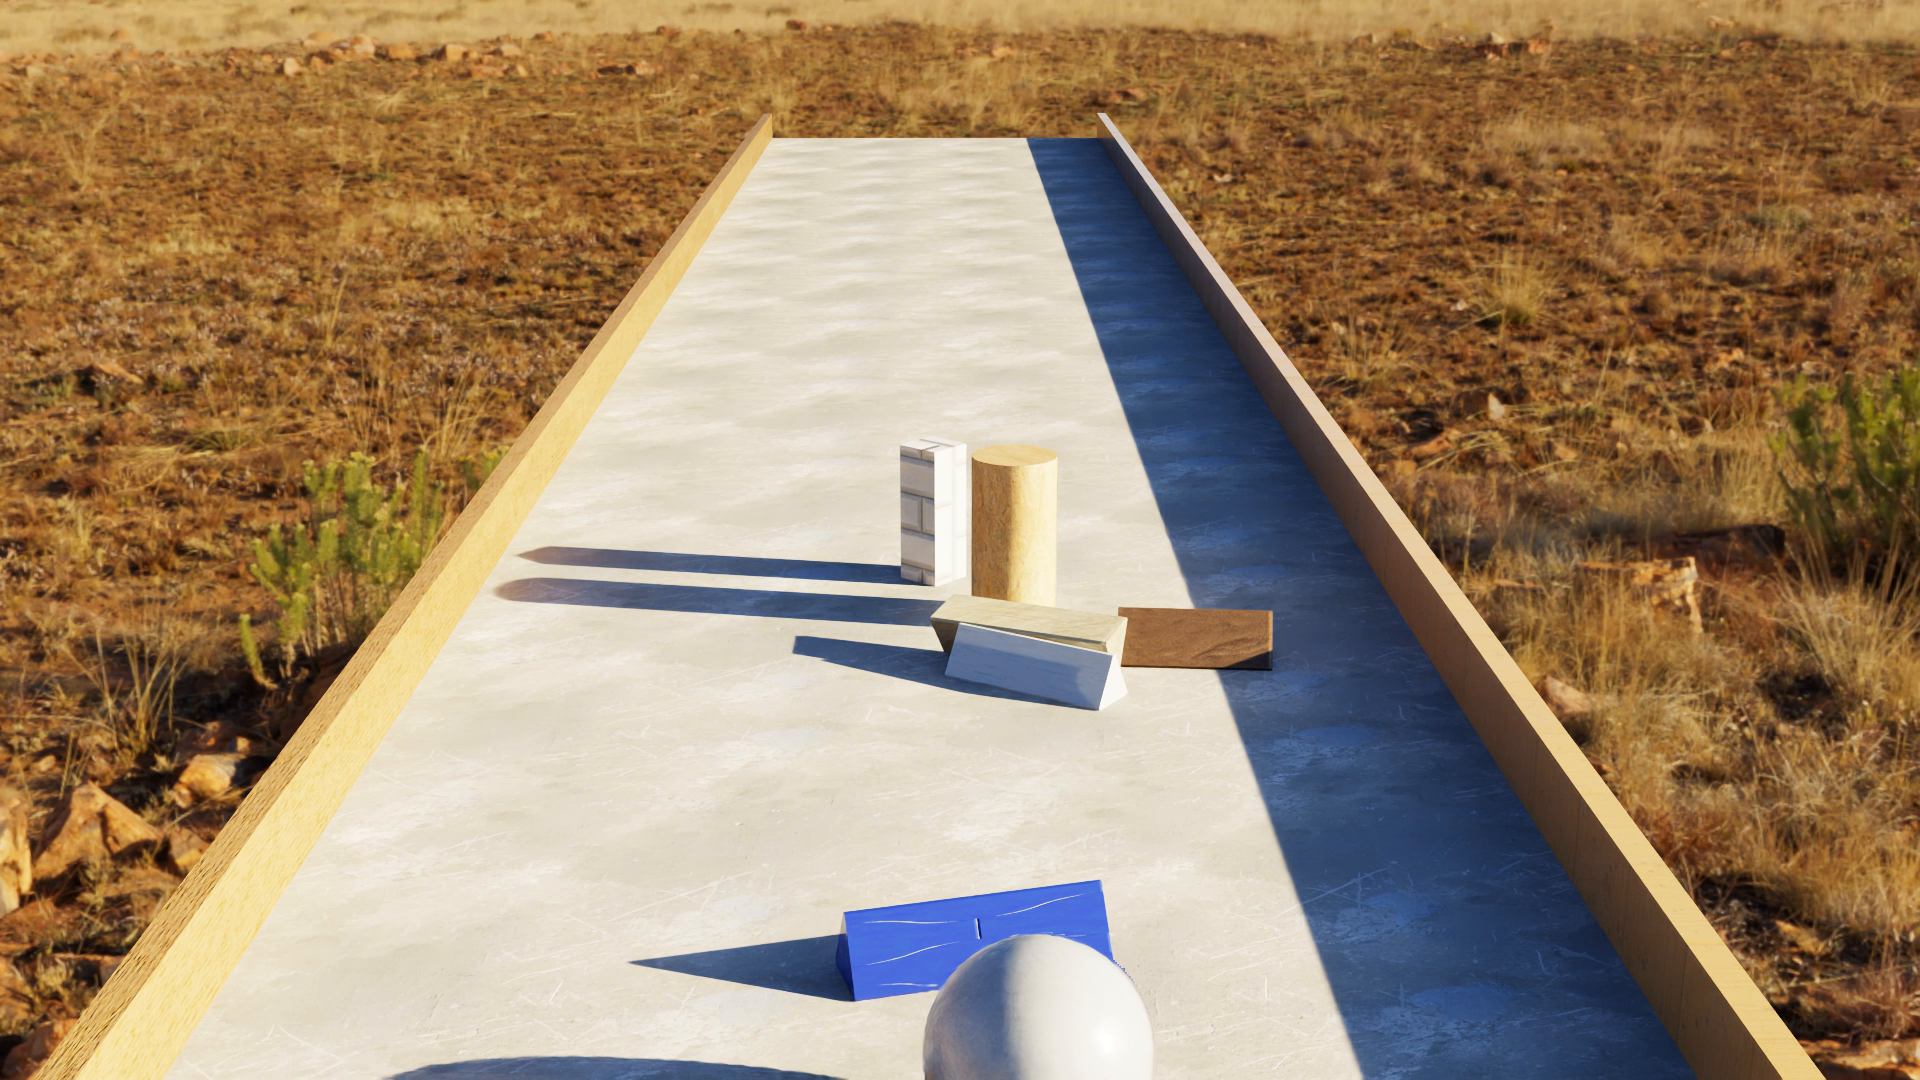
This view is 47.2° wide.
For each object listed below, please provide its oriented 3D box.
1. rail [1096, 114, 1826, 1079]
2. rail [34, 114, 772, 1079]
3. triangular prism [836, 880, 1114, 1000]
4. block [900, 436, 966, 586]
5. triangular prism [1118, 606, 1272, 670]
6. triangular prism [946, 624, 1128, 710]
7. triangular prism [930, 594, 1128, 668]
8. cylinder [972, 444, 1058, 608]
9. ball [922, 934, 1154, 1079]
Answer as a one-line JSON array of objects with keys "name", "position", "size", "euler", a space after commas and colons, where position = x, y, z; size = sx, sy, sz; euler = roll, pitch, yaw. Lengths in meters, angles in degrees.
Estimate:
[{"name": "rail", "position": [0.932, -0.844, 7.801], "size": [0.050, 0.150, 12.000], "euler": [0, 17, -1]}, {"name": "rail", "position": [-1.118, -0.838, 7.780], "size": [0.050, 0.150, 12.000], "euler": [0, 17, -1]}, {"name": "triangular prism", "position": [0.021, 0.559, 3.152], "size": [0.382, 0.106, 0.122], "euler": [-5, 17, -15]}, {"name": "block", "position": [-0.060, -0.064, 4.904], "size": [0.104, 0.307, 0.104], "euler": [14, 22, 39]}, {"name": "triangular prism", "position": [0.470, 0.187, 4.405], "size": [0.307, 0.104, 0.120], "euler": [1, 17, 4]}, {"name": "triangular prism", "position": [0.146, 0.235, 4.262], "size": [0.348, 0.094, 0.108], "euler": [10, 19, 31]}, {"name": "triangular prism", "position": [0.142, 0.173, 4.372], "size": [0.373, 0.119, 0.103], "euler": [7, 55, 23]}, {"name": "cylinder", "position": [0.113, -0.005, 4.617], "size": [0.180, 0.357, 0.180], "euler": [0, 17, 0]}, {"name": "ball", "position": [0.094, 0.619, 2.654], "size": [0.281, 0.281, 0.281], "euler": [0, 17, 0]}]
